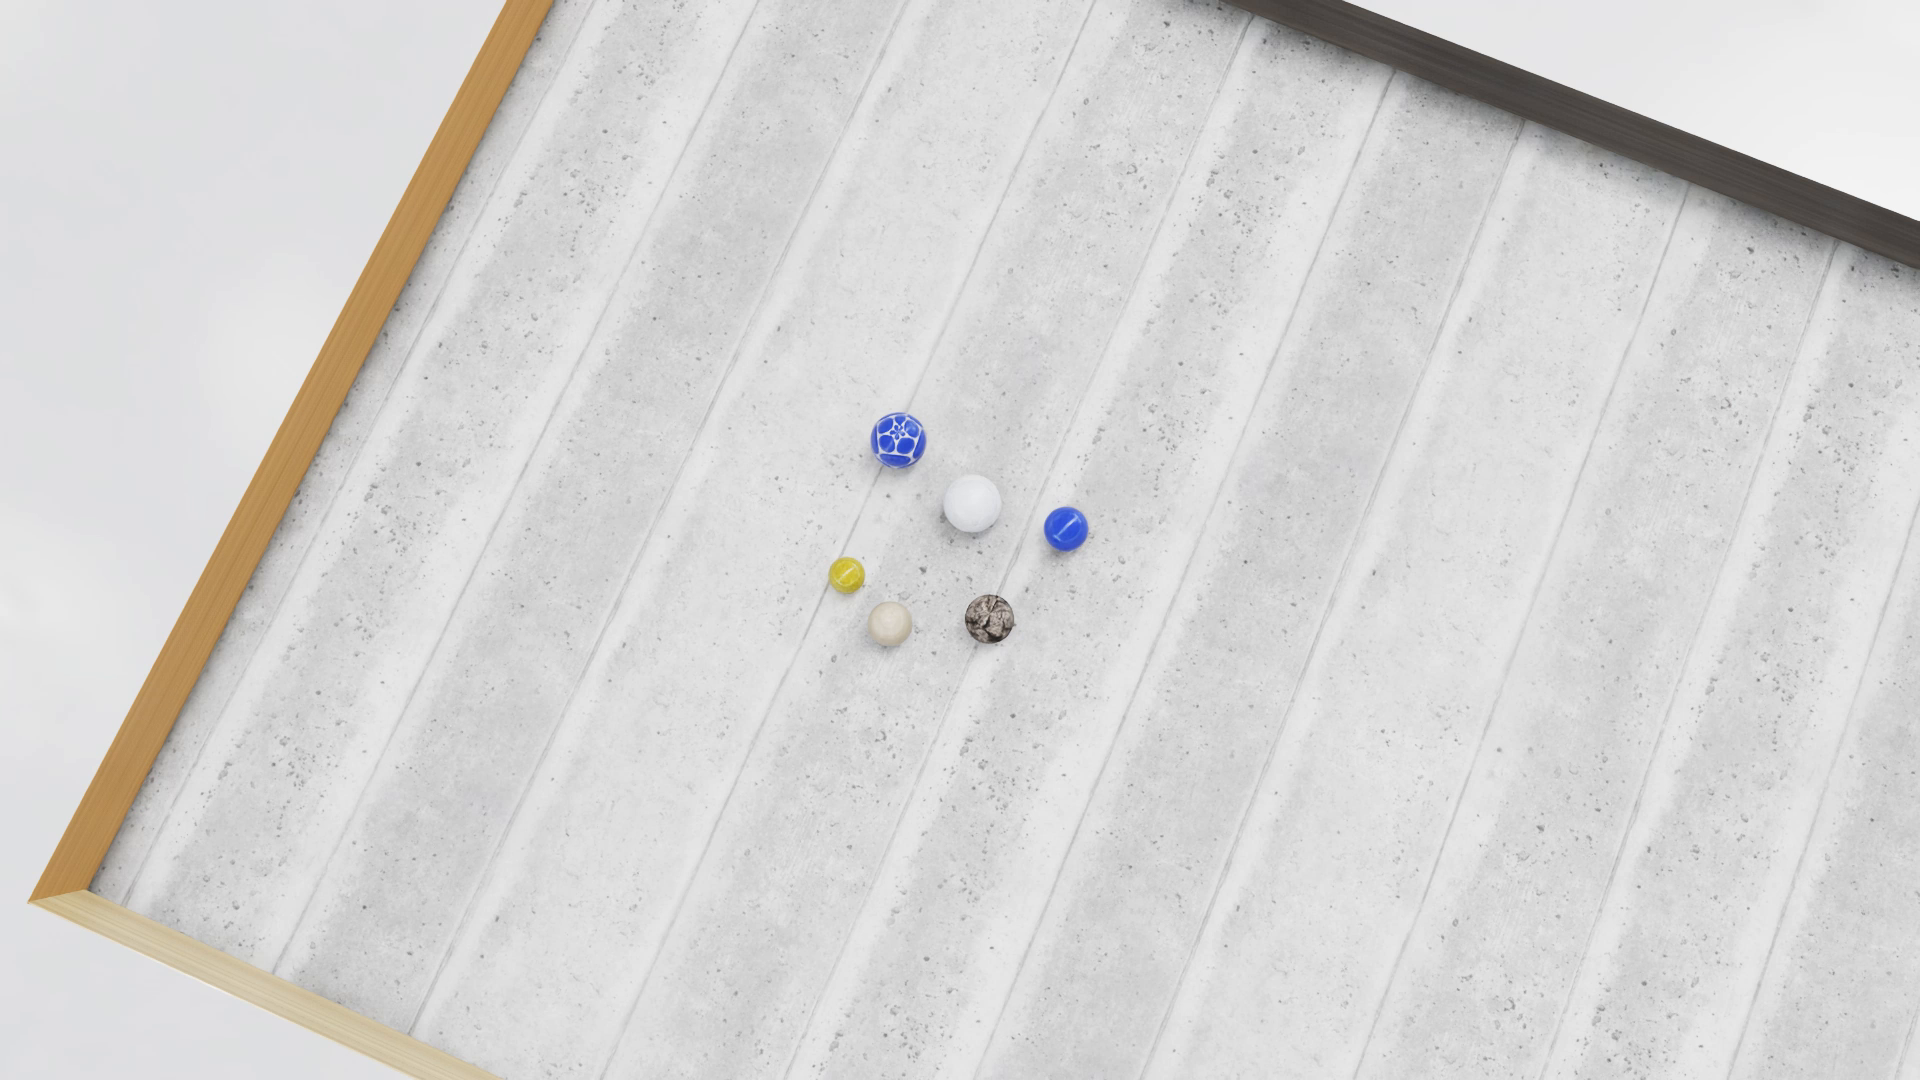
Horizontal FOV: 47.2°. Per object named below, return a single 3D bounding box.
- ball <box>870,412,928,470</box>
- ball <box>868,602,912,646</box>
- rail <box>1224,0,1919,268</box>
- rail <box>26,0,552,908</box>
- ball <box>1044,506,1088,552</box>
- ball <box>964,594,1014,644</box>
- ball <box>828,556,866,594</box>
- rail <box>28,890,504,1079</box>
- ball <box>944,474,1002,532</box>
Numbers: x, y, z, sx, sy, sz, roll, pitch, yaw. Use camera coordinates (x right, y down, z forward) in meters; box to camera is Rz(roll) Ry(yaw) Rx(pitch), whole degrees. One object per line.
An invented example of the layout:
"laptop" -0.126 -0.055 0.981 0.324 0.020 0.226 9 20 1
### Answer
"ball" -0.094 -0.152 3.370 0.088 0.088 0.088 0 76 0
"ball" -0.105 0.126 3.308 0.068 0.068 0.068 0 76 0
"rail" 1.317 -0.519 3.450 4.001 0.115 0.045 23 77 6
"rail" -0.897 -0.379 3.414 0.045 0.115 2.064 23 77 6
"ball" 0.161 -0.017 3.345 0.070 0.070 0.070 0 76 0
"ball" 0.044 0.119 3.307 0.075 0.075 0.075 0 76 0
"ball" -0.172 0.053 3.333 0.057 0.057 0.057 0 76 0
"rail" 0.521 1.274 2.986 4.001 0.115 0.045 23 77 6
"ball" 0.019 -0.056 3.345 0.089 0.089 0.089 0 76 0
